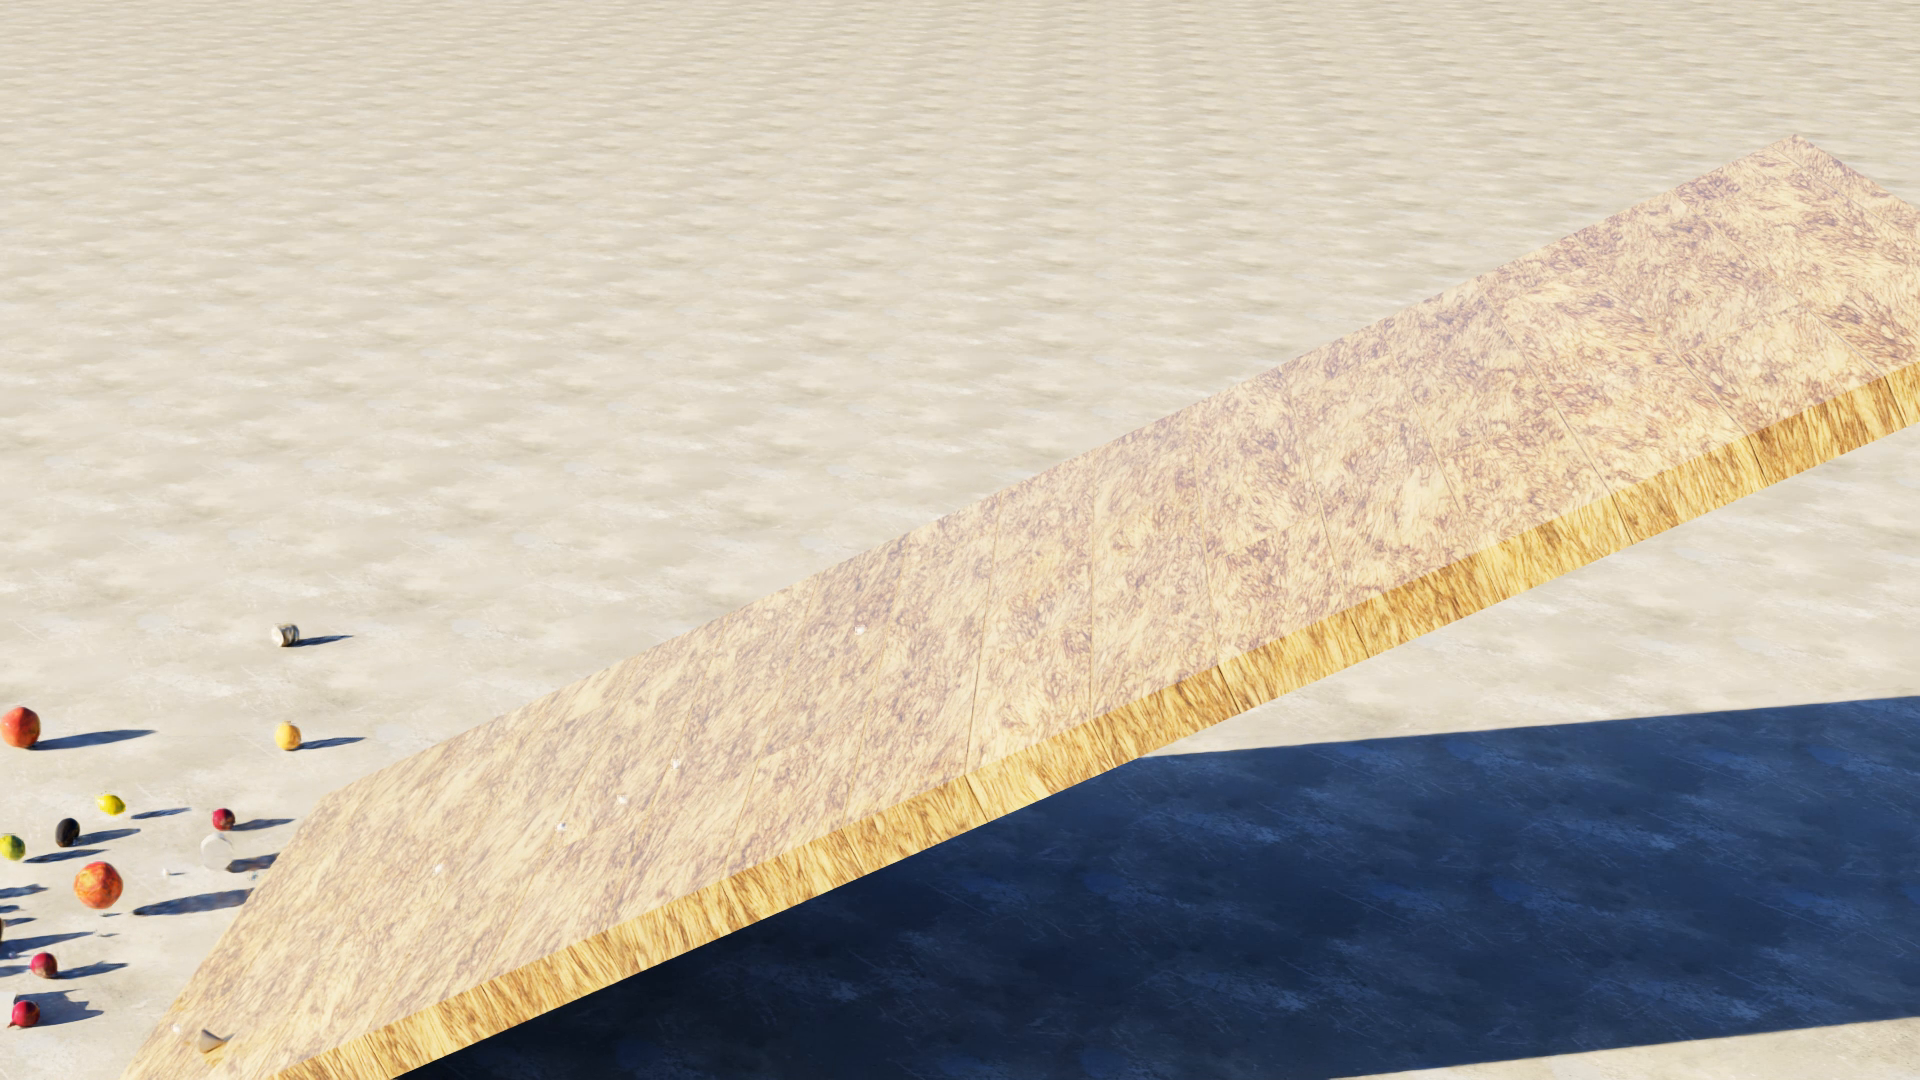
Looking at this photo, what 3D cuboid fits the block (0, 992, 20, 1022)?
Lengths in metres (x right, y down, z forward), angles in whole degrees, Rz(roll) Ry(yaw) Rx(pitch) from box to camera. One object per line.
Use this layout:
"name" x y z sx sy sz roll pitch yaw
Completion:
"block" -2.106 1.030 6.481 0.051 0.051 0.051 -2 16 -6

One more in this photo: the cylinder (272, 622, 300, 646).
"cylinder" -2.075 0.291 9.051 0.062 0.062 0.062 14 21 41

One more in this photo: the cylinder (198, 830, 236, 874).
"cylinder" -1.845 0.774 7.303 0.078 0.078 0.078 -6 25 -21

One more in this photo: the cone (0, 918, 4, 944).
"cone" -2.246 0.938 6.820 0.092 0.092 0.092 -11 46 -33

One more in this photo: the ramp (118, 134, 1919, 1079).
"ramp" 0.136 0.169 6.282 4.000 0.100 2.000 -24 13 9
